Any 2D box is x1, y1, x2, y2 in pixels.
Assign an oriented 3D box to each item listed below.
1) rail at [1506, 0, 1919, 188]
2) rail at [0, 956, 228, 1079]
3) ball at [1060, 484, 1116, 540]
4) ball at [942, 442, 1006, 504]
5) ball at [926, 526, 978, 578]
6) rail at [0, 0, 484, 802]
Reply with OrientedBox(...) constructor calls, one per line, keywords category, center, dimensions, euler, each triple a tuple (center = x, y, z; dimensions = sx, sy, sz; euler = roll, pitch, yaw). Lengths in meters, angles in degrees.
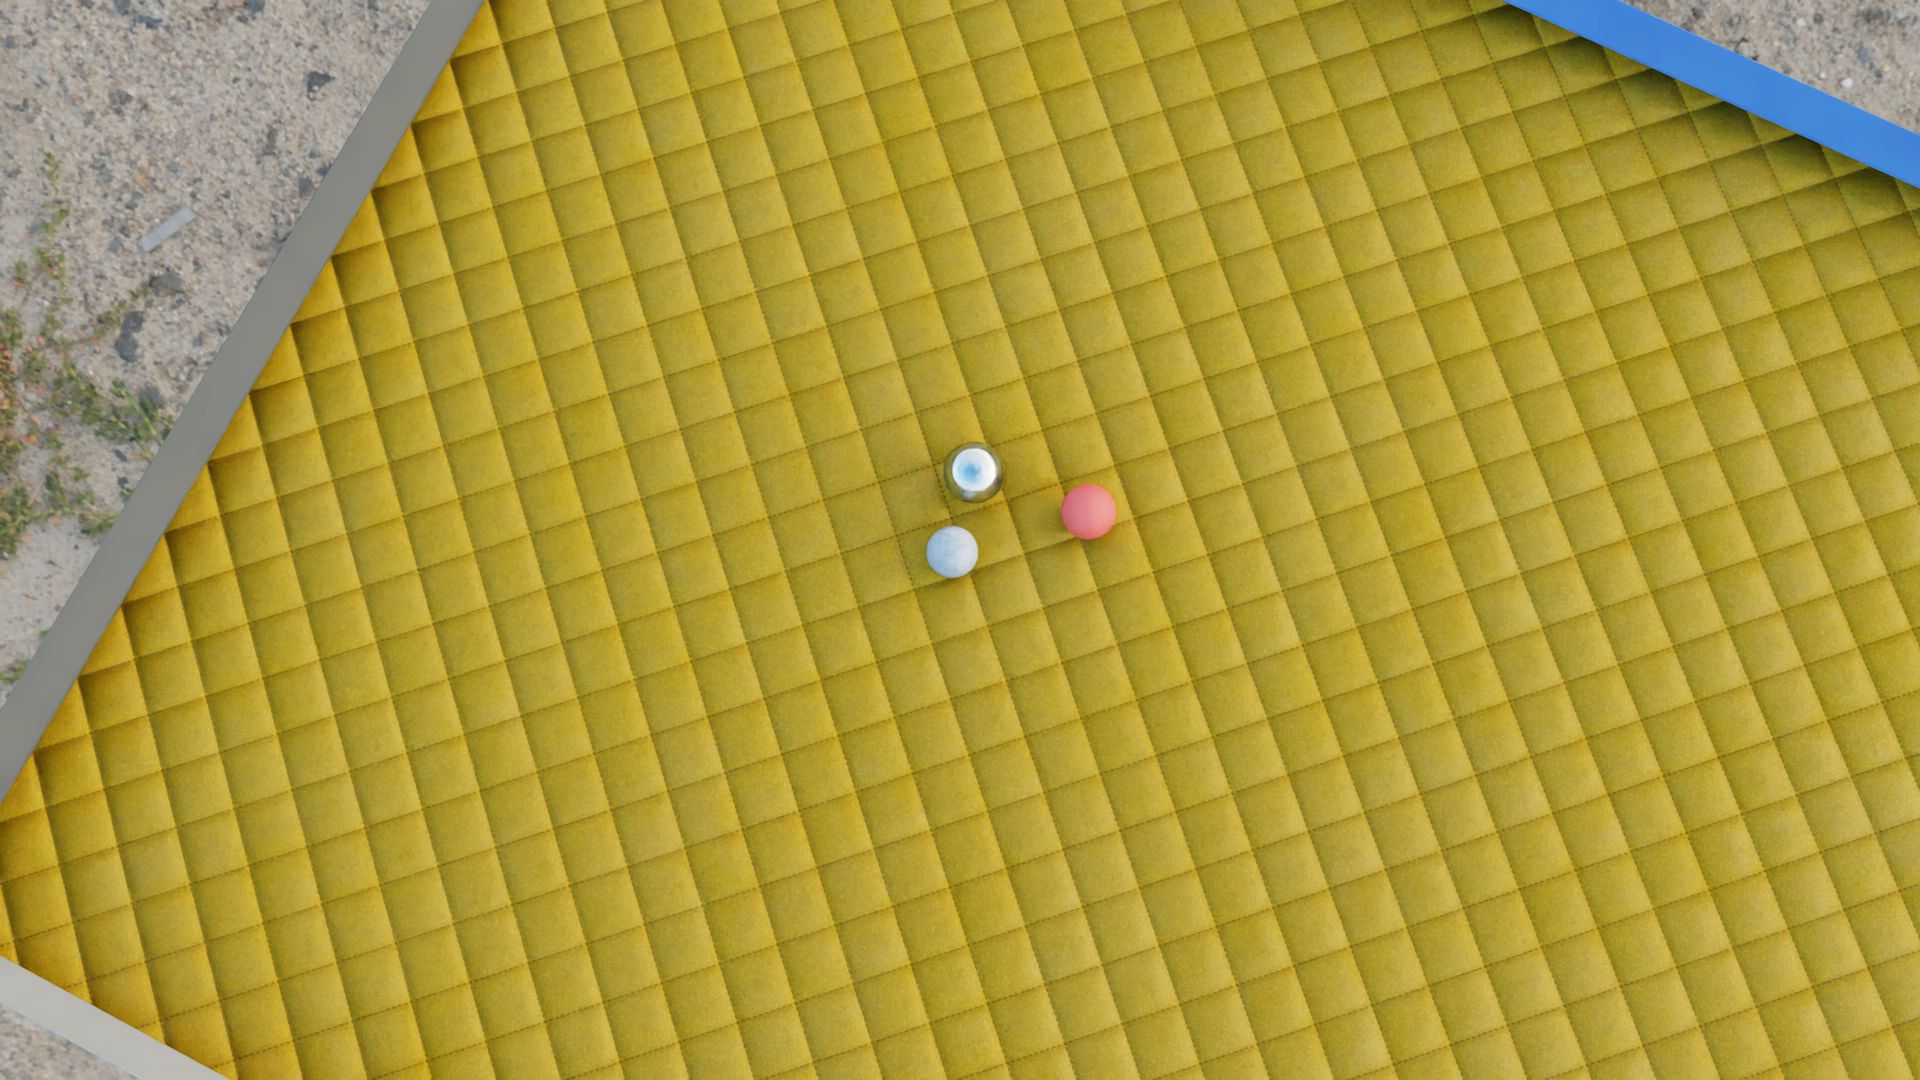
OrientedBox(category="rail", center=(1.532, -0.553, 3.419), dimensions=(4.458, 0.123, 0.045), euler=(26, 78, 6))
OrientedBox(category="rail", center=(0.458, 1.522, 2.939), dimensions=(4.458, 0.123, 0.045), euler=(26, 78, 6))
OrientedBox(category="ball", center=(0.194, -0.043, 3.322), dimensions=(0.084, 0.084, 0.084), euler=(0, 77, 0))
OrientedBox(category="ball", center=(0.021, -0.102, 3.330), dimensions=(0.095, 0.095, 0.095), euler=(0, 77, 0))
OrientedBox(category="ball", center=(-0.012, 0.018, 3.310), dimensions=(0.079, 0.079, 0.079), euler=(0, 77, 0))
OrientedBox(category="rail", center=(-0.974, -0.483, 3.403), dimensions=(0.045, 0.123, 2.432), euler=(26, 78, 6))
